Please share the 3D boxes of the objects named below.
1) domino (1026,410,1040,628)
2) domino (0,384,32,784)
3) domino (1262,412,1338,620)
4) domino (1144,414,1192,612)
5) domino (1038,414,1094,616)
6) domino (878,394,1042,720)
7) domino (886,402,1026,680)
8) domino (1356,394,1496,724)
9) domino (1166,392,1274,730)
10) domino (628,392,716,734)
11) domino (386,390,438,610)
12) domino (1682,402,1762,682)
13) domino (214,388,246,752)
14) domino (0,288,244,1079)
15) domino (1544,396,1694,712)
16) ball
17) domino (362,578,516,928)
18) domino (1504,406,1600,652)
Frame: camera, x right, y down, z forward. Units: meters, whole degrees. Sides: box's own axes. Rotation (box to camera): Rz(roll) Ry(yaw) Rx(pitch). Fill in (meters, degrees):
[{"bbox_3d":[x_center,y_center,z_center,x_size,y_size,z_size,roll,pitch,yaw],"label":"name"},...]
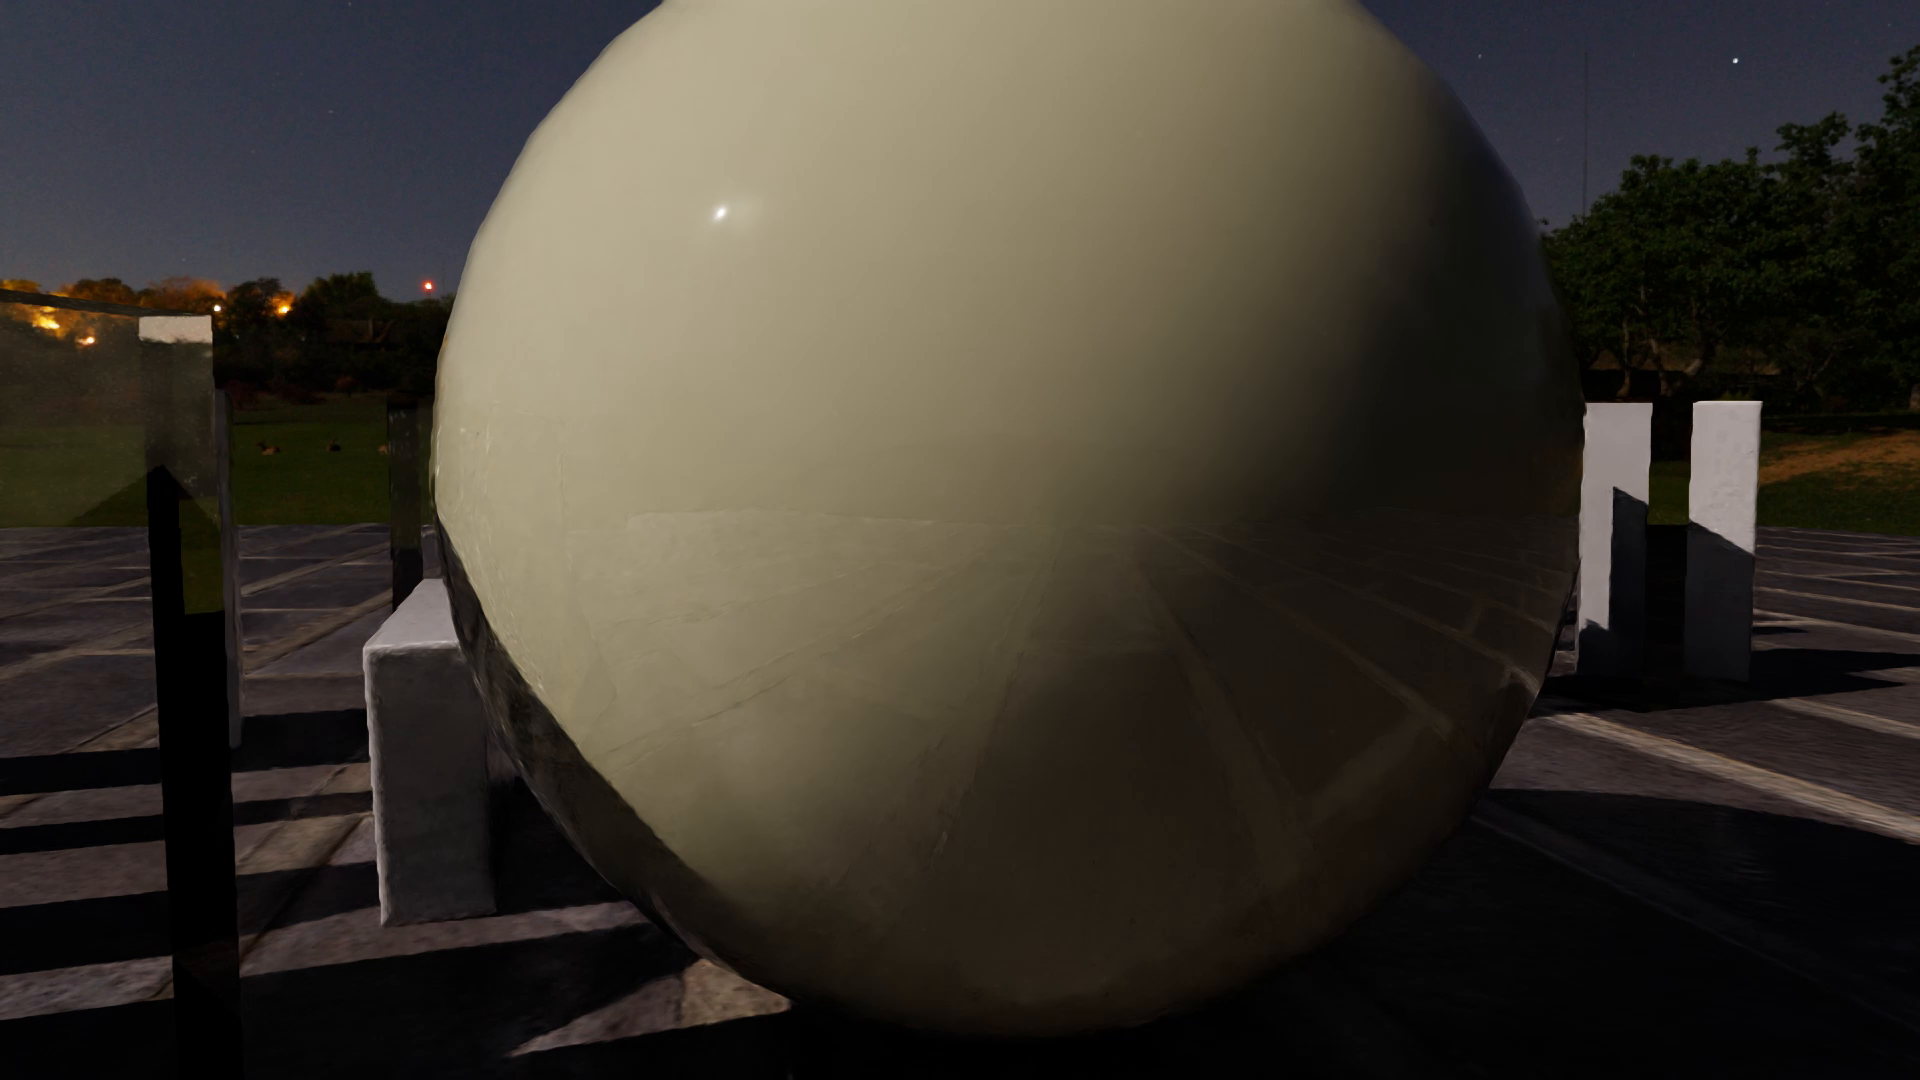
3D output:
[{"bbox_3d":[0.005,-0.005,0.302,0.025,0.050,0.010,1,4,15],"label":"domino"},{"bbox_3d":[-0.132,0.005,0.161,0.025,0.050,0.009,1,4,15],"label":"domino"},{"bbox_3d":[0.085,-0.006,0.320,0.010,0.050,0.025,3,5,34],"label":"domino"},{"bbox_3d":[0.055,-0.008,0.335,0.009,0.050,0.025,1,4,15],"label":"domino"},{"bbox_3d":[0.022,-0.007,0.330,0.009,0.050,0.025,-3,5,-35],"label":"domino"},{"bbox_3d":[0.000,0.002,0.201,0.025,0.050,0.009,0,4,0],"label":"domino"},{"bbox_3d":[-0.001,0.000,0.235,0.025,0.050,0.009,0,4,-1],"label":"domino"},{"bbox_3d":[0.074,0.002,0.206,0.010,0.050,0.025,-1,4,-8],"label":"domino"},{"bbox_3d":[0.040,0.002,0.203,0.009,0.050,0.025,0,4,-5],"label":"domino"},{"bbox_3d":[-0.044,0.003,0.199,0.010,0.050,0.025,0,4,-5],"label":"domino"},{"bbox_3d":[-0.078,0.003,0.195,0.010,0.050,0.025,-1,4,-9],"label":"domino"},{"bbox_3d":[0.131,0.000,0.237,0.025,0.050,0.010,2,5,22],"label":"domino"},{"bbox_3d":[-0.110,0.004,0.185,0.009,0.050,0.025,-2,5,-28],"label":"domino"},{"bbox_3d":[-0.051,0.013,0.066,0.010,0.050,0.025,1,4,11],"label":"domino"},{"bbox_3d":[0.107,0.001,0.214,0.009,0.050,0.025,-2,5,-25],"label":"domino"},{"bbox_3d":[0.003,-0.005,0.097,0.080,0.080,0.080,0,4,0],"label":"ball"},{"bbox_3d":[-0.054,0.019,0.137,0.009,0.025,0.050,-3,6,-17],"label":"domino"},{"bbox_3d":[0.128,-0.003,0.269,0.025,0.050,0.010,-2,5,-22],"label":"domino"}]
